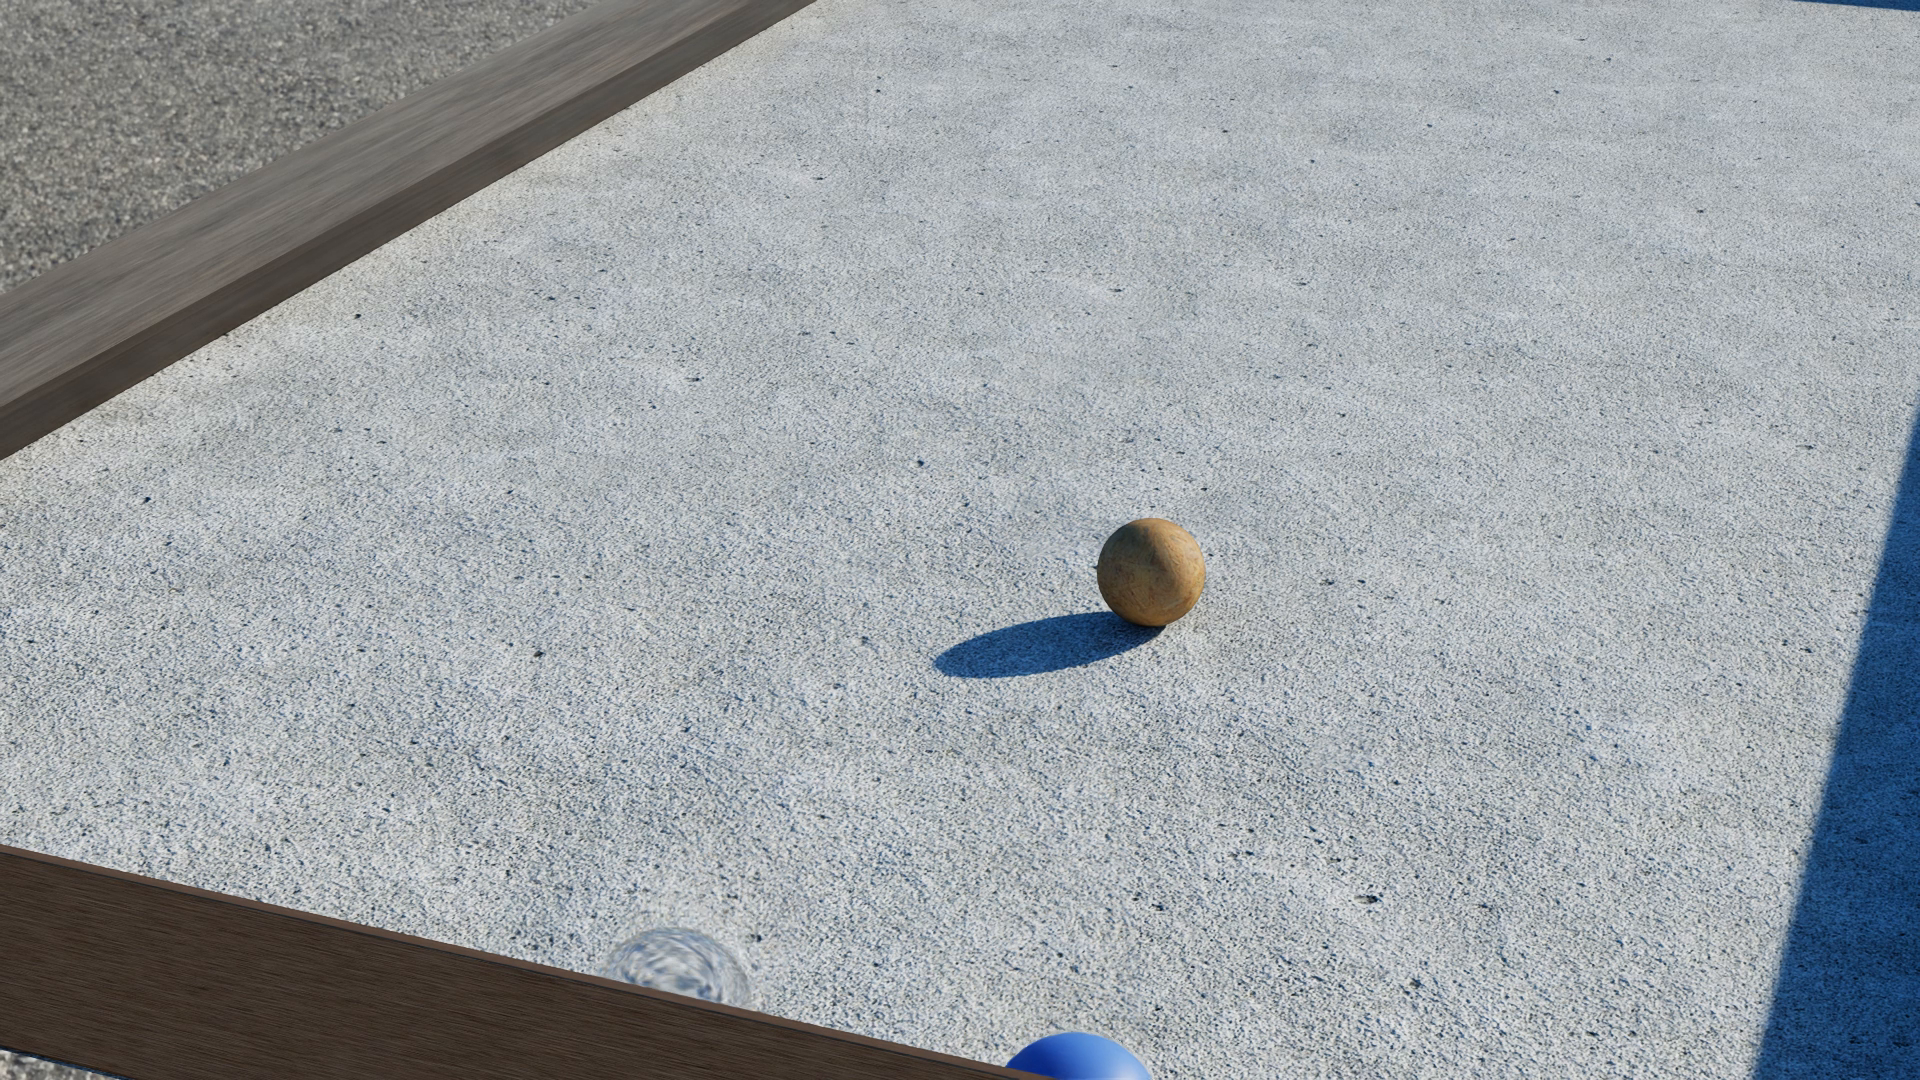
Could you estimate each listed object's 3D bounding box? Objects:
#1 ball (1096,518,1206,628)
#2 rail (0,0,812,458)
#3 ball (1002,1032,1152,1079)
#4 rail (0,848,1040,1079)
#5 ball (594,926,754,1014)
[{"bbox_3d":[0.122,0.021,1.882,0.070,0.070,0.070,0,24,0],"label":"ball"},{"bbox_3d":[-0.417,-0.386,2.724,0.045,0.117,2.690,9,26,19],"label":"rail"},{"bbox_3d":[0.052,0.263,1.332,0.080,0.080,0.080,0,24,0],"label":"ball"},{"bbox_3d":[-0.235,0.225,1.368,1.464,0.117,0.045,9,26,19],"label":"rail"},{"bbox_3d":[-0.139,0.226,1.416,0.079,0.079,0.079,0,24,0],"label":"ball"}]
